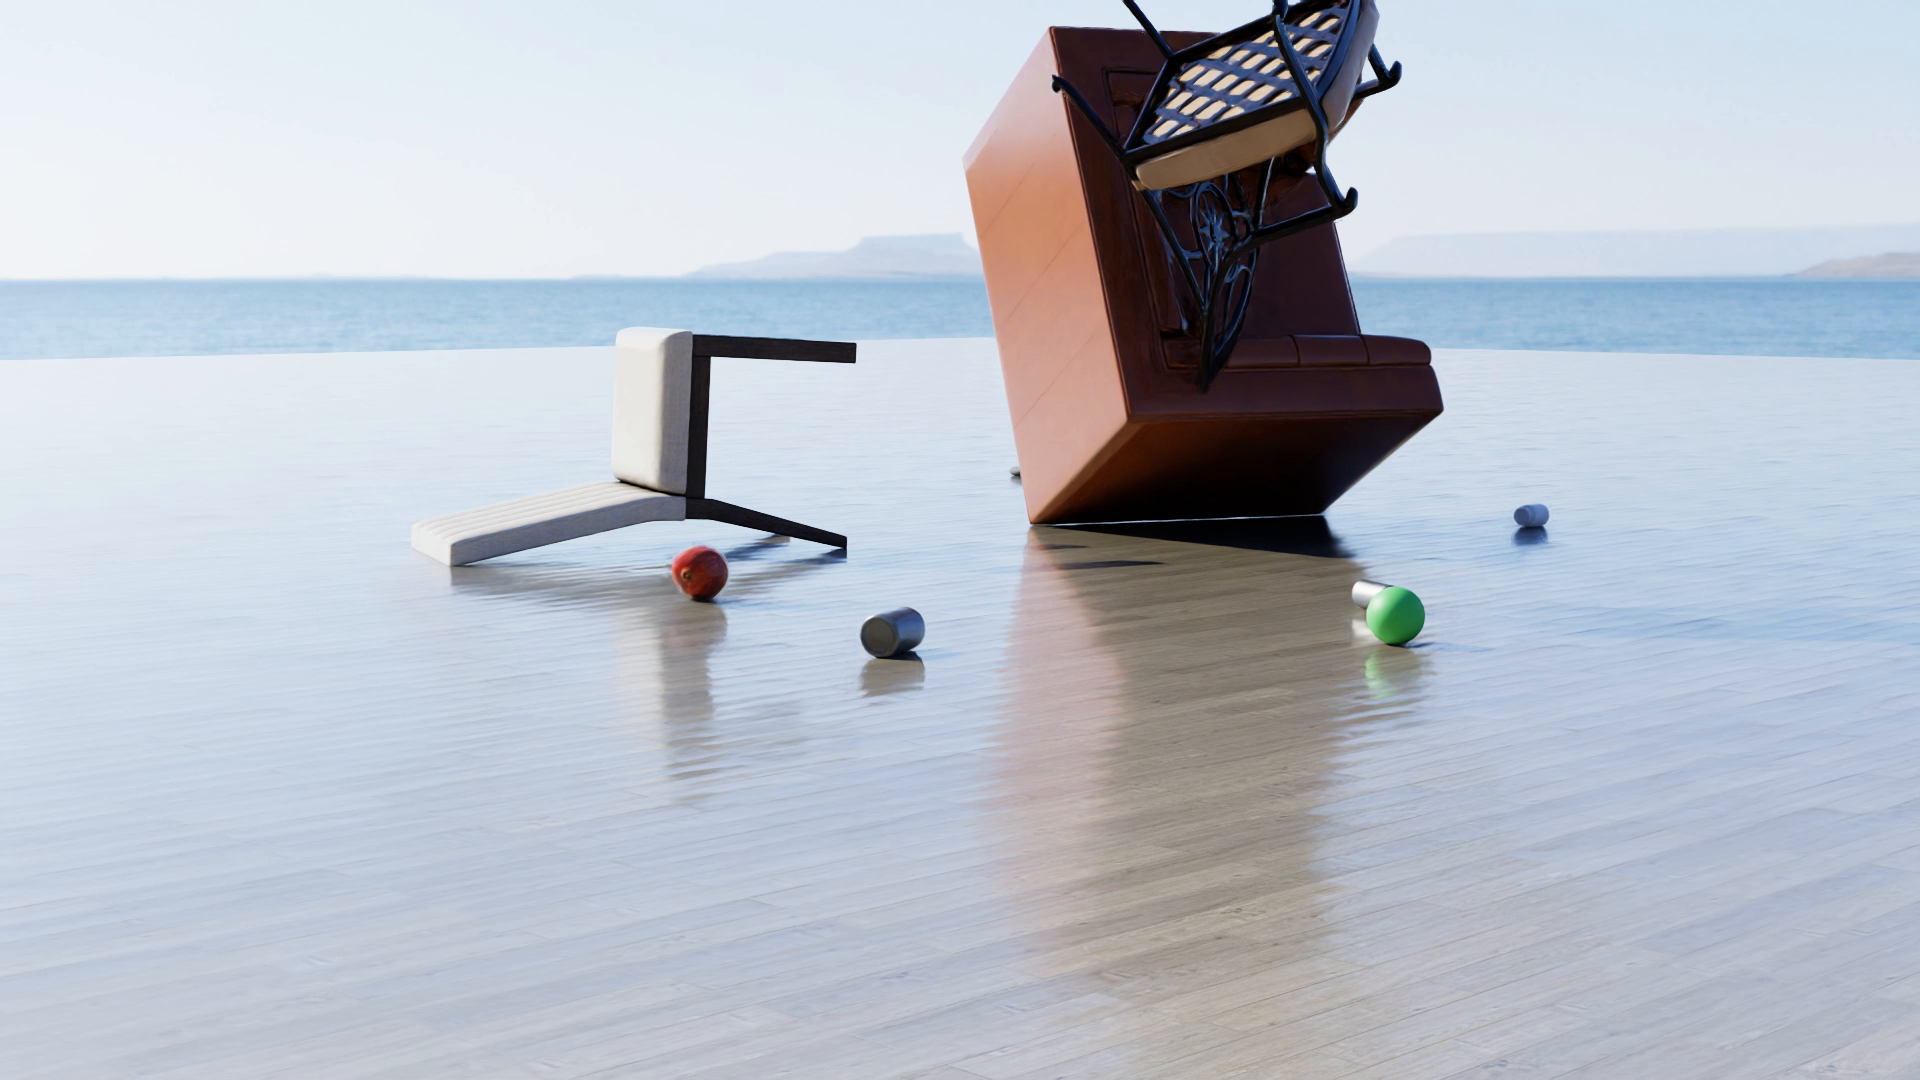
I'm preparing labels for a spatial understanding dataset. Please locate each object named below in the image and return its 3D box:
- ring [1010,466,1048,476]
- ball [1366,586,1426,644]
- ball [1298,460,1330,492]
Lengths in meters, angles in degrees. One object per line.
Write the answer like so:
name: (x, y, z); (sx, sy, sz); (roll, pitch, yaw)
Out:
ring: (0.227, -0.227, 8.477); (0.130, 0.029, 0.102); (3, 6, 17)
ball: (0.781, 0.135, 4.595); (0.104, 0.104, 0.104); (0, 6, 0)
ball: (1.079, -0.193, 7.811); (0.097, 0.097, 0.097); (0, 6, 0)
